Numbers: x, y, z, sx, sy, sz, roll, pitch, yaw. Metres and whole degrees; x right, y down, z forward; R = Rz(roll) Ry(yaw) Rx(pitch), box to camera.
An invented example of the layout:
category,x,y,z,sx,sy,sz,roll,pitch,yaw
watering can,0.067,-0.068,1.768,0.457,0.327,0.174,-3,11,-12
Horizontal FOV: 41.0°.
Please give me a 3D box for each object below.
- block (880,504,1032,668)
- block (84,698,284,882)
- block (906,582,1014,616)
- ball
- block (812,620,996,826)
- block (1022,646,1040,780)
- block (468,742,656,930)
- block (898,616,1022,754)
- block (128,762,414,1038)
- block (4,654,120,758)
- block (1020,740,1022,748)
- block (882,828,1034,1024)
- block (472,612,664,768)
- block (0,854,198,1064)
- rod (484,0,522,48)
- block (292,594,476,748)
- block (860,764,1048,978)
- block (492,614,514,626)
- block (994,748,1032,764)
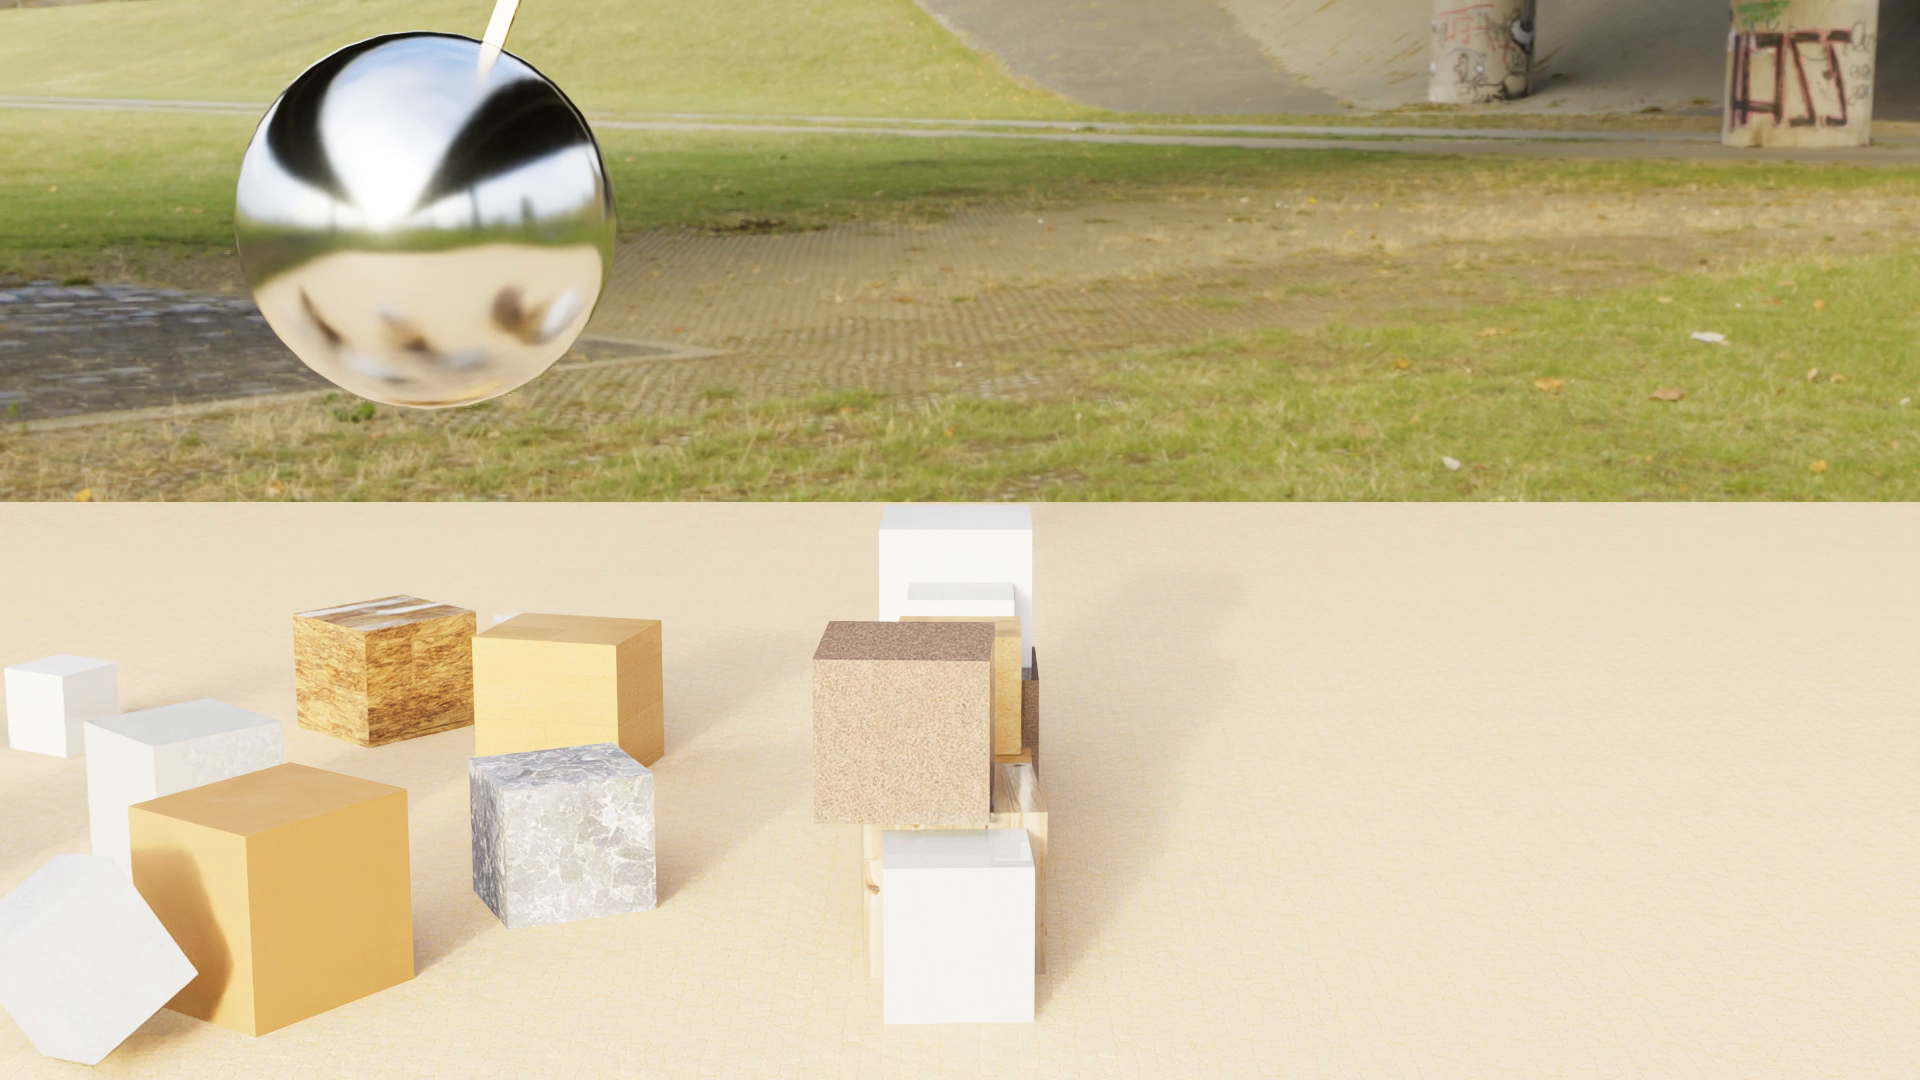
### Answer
category,x,y,z,sx,sy,sz,roll,pitch,yaw
block,-0.017,0.213,12.375,0.714,0.657,0.707,0,10,1
block,-3.419,1.140,11.350,0.616,0.696,0.615,10,14,44
block,0.004,0.436,11.842,0.485,0.408,0.421,0,10,1
ball,-2.265,-1.358,10.933,1.600,1.600,1.600,0,10,0
block,-0.210,0.712,10.140,0.675,0.646,0.705,0,10,2
block,0.002,0.952,12.239,0.726,0.749,0.718,0,10,0
block,-1.706,1.256,10.995,0.643,0.595,0.580,-5,11,-24
block,-0.003,0.639,11.393,0.543,0.520,0.518,0,8,1
block,-2.649,1.366,9.901,0.683,0.770,0.778,7,13,35
block,-4.735,0.873,13.556,0.416,0.433,0.380,6,12,28
block,0.000,1.184,11.637,0.559,0.506,0.531,0,10,0
block,-0.013,1.468,9.803,0.562,0.604,0.500,0,10,-2
block,-1.995,0.805,13.123,0.773,0.721,0.618,3,11,15
block,-3.161,1.491,9.177,0.465,0.545,0.478,-6,30,48
rod,-0.982,-4.456,10.370,0.080,5.200,0.080,22,10,-4
block,-3.117,0.701,13.950,0.673,0.629,0.715,9,14,42
block,-0.038,1.328,10.410,0.718,0.663,0.730,-1,10,-3
block,-2.531,0.639,14.876,0.310,0.301,0.310,2,-24,13
block,0.006,1.249,11.079,0.606,0.578,0.572,0,10,0
